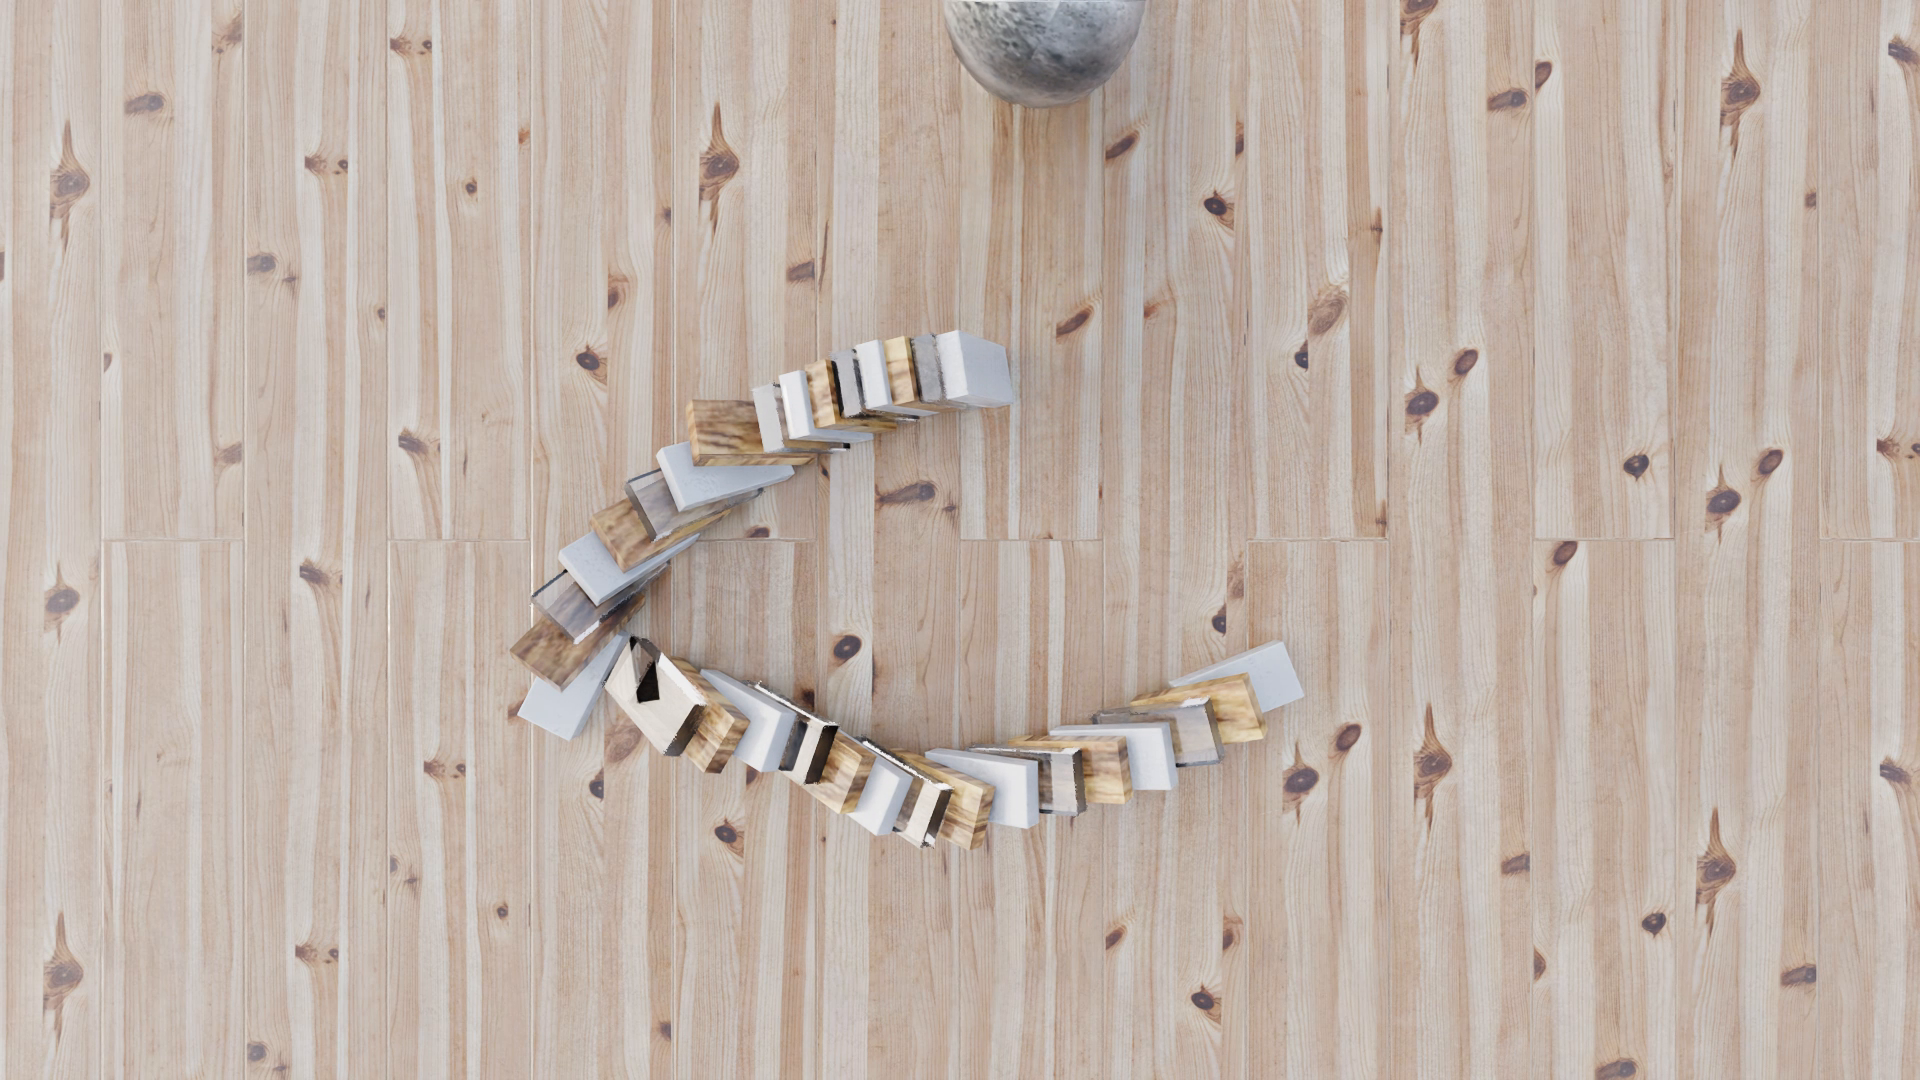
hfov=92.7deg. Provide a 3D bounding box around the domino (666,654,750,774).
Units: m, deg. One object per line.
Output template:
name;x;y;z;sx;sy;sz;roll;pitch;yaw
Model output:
domino;-0.111;0.072;0.382;0.050;0.009;0.025;32;93;33

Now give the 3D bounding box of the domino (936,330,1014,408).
domino;0.007;-0.069;0.375;0.010;0.050;0.025;-9;90;24

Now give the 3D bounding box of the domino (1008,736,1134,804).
domino;0.046;0.095;0.383;0.050;0.009;0.025;-7;90;31

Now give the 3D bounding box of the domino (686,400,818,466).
domino;-0.086;-0.044;0.380;0.050;0.009;0.025;-4;78;-33

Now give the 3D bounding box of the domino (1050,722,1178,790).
domino;0.064;0.090;0.383;0.050;0.010;0.025;-9;90;31

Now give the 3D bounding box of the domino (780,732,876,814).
domino;-0.060;0.090;0.382;0.050;0.010;0.025;24;92;34

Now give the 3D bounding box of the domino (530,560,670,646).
domino;-0.149;0.017;0.383;0.025;0.010;0.050;44;59;0

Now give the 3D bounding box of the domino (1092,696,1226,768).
domino;0.082;0.082;0.383;0.050;0.010;0.025;-14;91;32

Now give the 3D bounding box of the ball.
ball;0.033;-0.214;0.360;0.080;0.080;0.080;0;90;0

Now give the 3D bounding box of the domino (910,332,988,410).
domino;-0.003;-0.068;0.375;0.010;0.050;0.025;-9;90;24

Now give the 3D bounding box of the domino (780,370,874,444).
domino;-0.054;-0.054;0.375;0.010;0.050;0.025;-9;90;24

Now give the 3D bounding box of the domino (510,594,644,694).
domino;-0.159;0.036;0.383;0.025;0.010;0.050;35;58;1

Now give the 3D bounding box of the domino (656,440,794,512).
domino;-0.097;-0.031;0.381;0.050;0.009;0.025;-21;87;-35

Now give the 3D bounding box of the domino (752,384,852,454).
domino;-0.064;-0.049;0.375;0.010;0.050;0.025;-11;90;24

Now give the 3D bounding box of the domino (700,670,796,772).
domino;-0.093;0.075;0.382;0.050;0.009;0.025;19;90;33

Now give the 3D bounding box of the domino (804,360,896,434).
domino;-0.044;-0.058;0.375;0.009;0.050;0.025;-9;90;24

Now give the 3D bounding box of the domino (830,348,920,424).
domino;-0.034;-0.062;0.375;0.010;0.050;0.025;-9;90;24

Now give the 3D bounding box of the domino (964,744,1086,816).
domino;0.027;0.100;0.383;0.050;0.009;0.025;-5;90;31

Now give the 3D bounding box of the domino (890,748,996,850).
domino;-0.011;0.107;0.382;0.050;0.010;0.025;13;91;35

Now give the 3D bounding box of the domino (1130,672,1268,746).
domino;0.099;0.073;0.383;0.050;0.010;0.025;-19;90;32

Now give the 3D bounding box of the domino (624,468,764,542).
domino;-0.110;-0.021;0.382;0.050;0.009;0.025;-28;90;-35

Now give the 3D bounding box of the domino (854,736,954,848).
domino;-0.029;0.104;0.382;0.050;0.010;0.025;21;92;34

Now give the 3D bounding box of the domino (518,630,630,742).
domino;-0.166;0.058;0.395;0.025;0.010;0.050;27;90;0

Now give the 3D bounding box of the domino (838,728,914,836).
domino;-0.045;0.099;0.382;0.050;0.009;0.025;24;93;34

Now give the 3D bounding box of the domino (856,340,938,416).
domino;-0.024;-0.065;0.375;0.009;0.050;0.025;-9;90;24

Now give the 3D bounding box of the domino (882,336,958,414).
domino;-0.014;-0.067;0.375;0.009;0.050;0.025;-9;90;24

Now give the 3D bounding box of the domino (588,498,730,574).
domino;-0.124;-0.010;0.382;0.050;0.010;0.025;-34;90;-35

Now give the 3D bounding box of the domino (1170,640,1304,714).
domino;0.119;0.064;0.395;0.050;0.010;0.025;-22;90;0

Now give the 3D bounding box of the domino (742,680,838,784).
domino;-0.075;0.079;0.382;0.050;0.009;0.025;19;90;34

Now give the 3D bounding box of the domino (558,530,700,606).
domino;-0.137;0.003;0.382;0.050;0.010;0.025;-39;90;-35

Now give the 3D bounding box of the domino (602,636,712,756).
domino;-0.127;0.065;0.382;0.050;0.010;0.025;35;94;32

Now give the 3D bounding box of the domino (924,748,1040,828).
domino;0.009;0.103;0.382;0.050;0.009;0.025;-1;90;34
